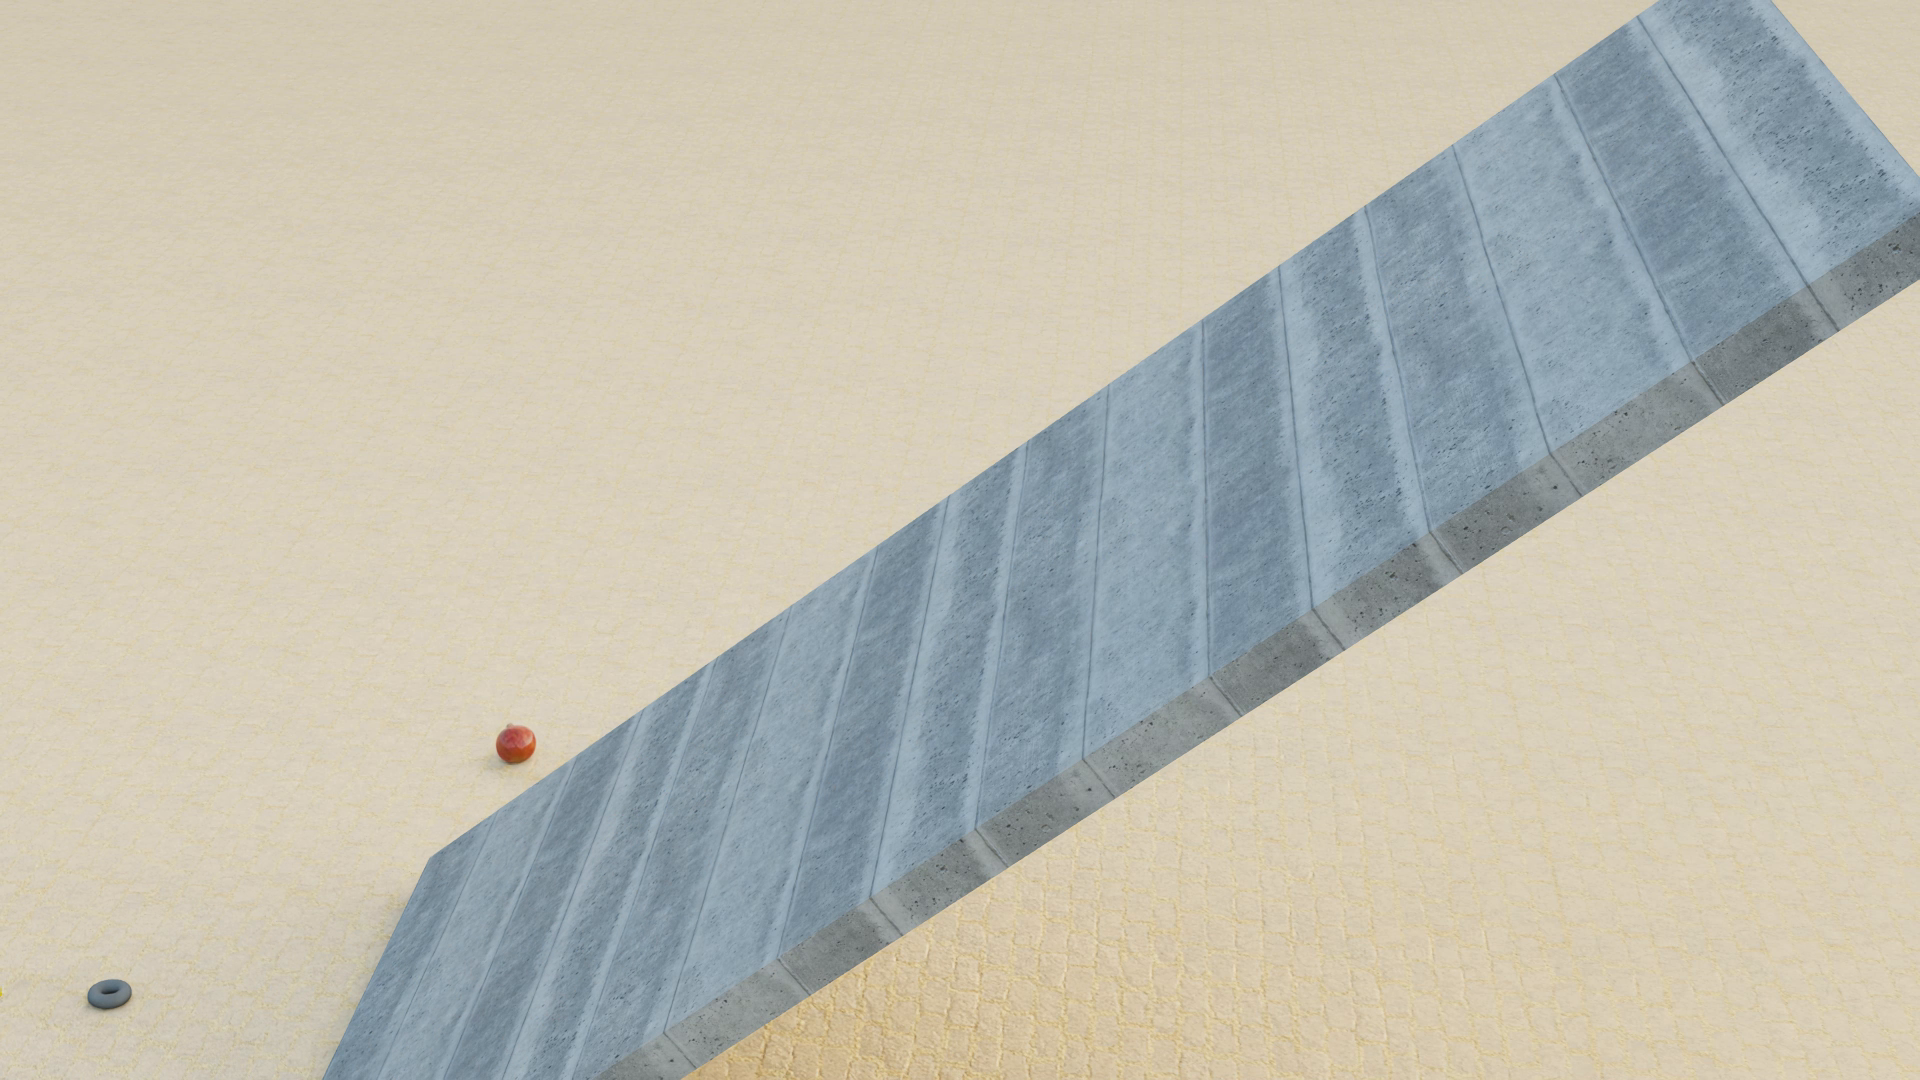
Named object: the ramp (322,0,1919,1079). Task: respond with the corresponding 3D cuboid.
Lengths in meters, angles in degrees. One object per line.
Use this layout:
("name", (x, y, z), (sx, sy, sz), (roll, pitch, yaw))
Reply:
("ramp", (0.127, 0.180, 6.326), (4.000, 0.100, 2.000), (-35, 16, 17))

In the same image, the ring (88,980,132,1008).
("ring", (-2.110, 1.126, 7.298), (0.107, 0.036, 0.107), (1, 23, 0))
